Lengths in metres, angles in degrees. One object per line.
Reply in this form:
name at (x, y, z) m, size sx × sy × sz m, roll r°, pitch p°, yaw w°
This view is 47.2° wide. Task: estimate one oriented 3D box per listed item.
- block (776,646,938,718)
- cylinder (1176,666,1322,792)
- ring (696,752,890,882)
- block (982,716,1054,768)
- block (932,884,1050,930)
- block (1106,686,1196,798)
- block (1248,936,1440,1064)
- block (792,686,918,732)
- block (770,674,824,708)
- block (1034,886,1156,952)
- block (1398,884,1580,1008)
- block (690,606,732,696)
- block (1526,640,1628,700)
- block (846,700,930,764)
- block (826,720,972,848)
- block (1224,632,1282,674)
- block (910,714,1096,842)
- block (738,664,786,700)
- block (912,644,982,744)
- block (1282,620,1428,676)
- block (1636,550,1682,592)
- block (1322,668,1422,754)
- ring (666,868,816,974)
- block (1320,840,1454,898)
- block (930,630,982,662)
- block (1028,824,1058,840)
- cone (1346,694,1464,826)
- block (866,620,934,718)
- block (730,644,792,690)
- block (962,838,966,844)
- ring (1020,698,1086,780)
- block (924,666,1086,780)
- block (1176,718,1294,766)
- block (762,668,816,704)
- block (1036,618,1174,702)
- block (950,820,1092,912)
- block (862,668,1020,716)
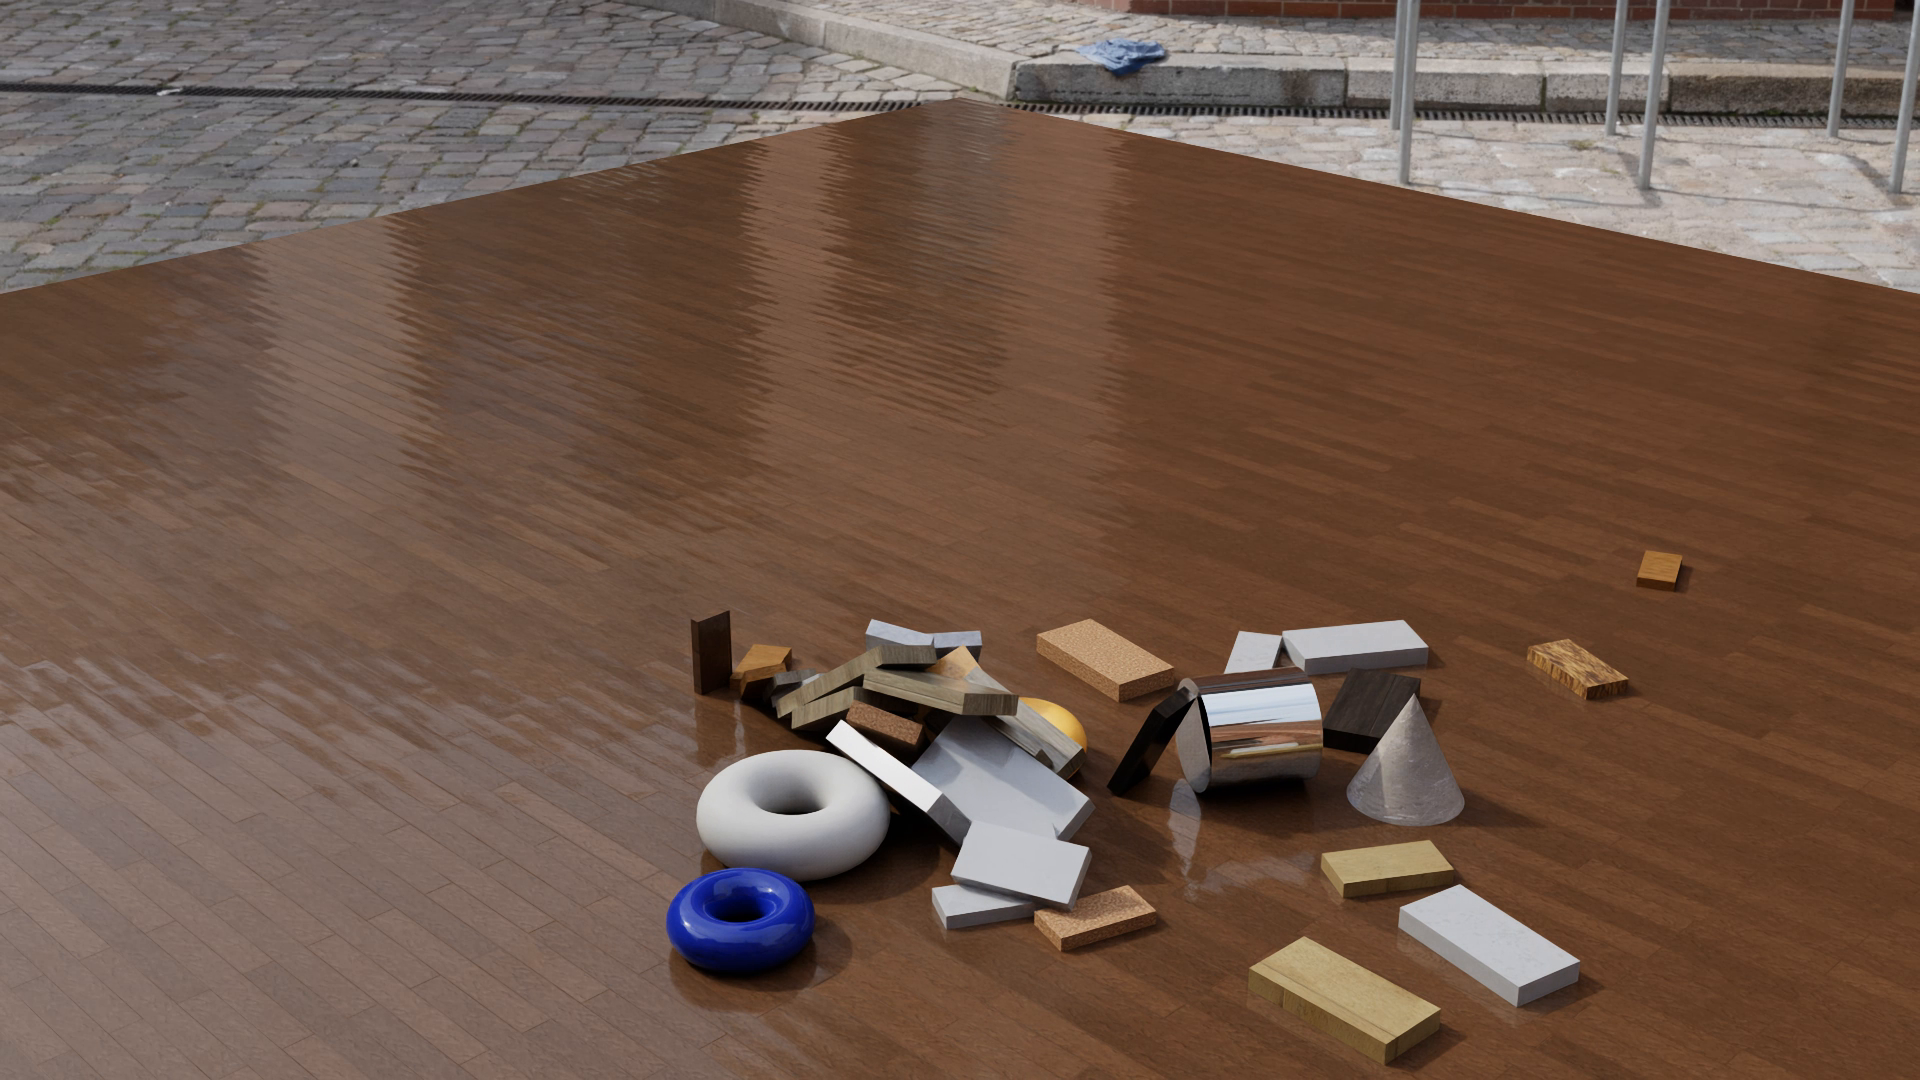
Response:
block at (-0.224, 0.302, 4.652) m, size 0.138 × 0.039 × 0.412 m, roll 2°, pitch -21°, yaw -37°
cylinder at (0.593, 0.390, 4.538) m, size 0.237 × 0.237 × 0.237 m, roll -5°, pitch 24°, yaw -12°
ring at (-0.327, 0.540, 4.328) m, size 0.382 × 0.127 × 0.382 m, roll 1°, pitch 24°, yaw 0°
block at (0.113, 0.397, 4.358) m, size 0.149 × 0.075 × 0.021 m, roll 33°, pitch 78°, yaw 33°
block at (0.058, 0.677, 4.128) m, size 0.202 × 0.029 × 0.101 m, roll -6°, pitch 24°, yaw -15°
block at (0.391, 0.413, 4.495) m, size 0.034 × 0.238 × 0.119 m, roll 40°, pitch 39°, yaw 19°
block at (0.666, 0.798, 3.826) m, size 0.150 × 0.043 × 0.301 m, roll -19°, pitch 30°, yaw -38°
block at (-0.222, 0.360, 4.609) m, size 0.149 × 0.042 × 0.297 m, roll 9°, pitch -17°, yaw -28°
block at (-0.324, 0.329, 4.797) m, size 0.089 × 0.025 × 0.178 m, roll 3°, pitch -21°, yaw -41°
block at (0.251, 0.700, 4.075) m, size 0.202 × 0.029 × 0.101 m, roll -11°, pitch 25°, yaw -25°
block at (0.955, 0.731, 3.983) m, size 0.150 × 0.043 × 0.301 m, roll -14°, pitch 27°, yaw -29°
block at (-0.557, 0.250, 4.940) m, size 0.026 × 0.182 × 0.091 m, roll 21°, pitch 31°, yaw 41°
block at (1.410, 0.294, 5.026) m, size 0.112 × 0.032 × 0.224 m, roll -9°, pitch 25°, yaw -20°
block at (-0.142, 0.399, 4.497) m, size 0.148 × 0.042 × 0.297 m, roll 20°, pitch -13°, yaw 8°
block at (-0.110, 0.490, 4.379) m, size 0.049 × 0.173 × 0.346 m, roll -50°, pitch 43°, yaw -10°
block at (0.676, 0.278, 5.069) m, size 0.101 × 0.029 × 0.239 m, roll 6°, pitch 24°, yaw 14°
block at (0.080, 0.490, 4.321) m, size 0.346 × 0.049 × 0.173 m, roll 34°, pitch 78°, yaw 32°
block at (-0.436, 0.312, 4.849) m, size 0.089 × 0.025 × 0.178 m, roll -11°, pitch -14°, yaw -13°
block at (0.023, 0.388, 4.530) m, size 0.173 × 0.049 × 0.346 m, roll -32°, pitch 52°, yaw -6°
block at (0.918, 0.250, 5.118) m, size 0.301 × 0.043 × 0.150 m, roll -5°, pitch 23°, yaw -11°
block at (1.764, 0.078, 5.545) m, size 0.091 × 0.026 × 0.182 m, roll 9°, pitch 25°, yaw 21°
block at (0.900, 0.376, 4.818) m, size 0.157 × 0.044 × 0.313 m, roll 9°, pitch 25°, yaw 20°
ring at (-0.400, 0.693, 4.015) m, size 0.273 × 0.091 × 0.273 m, roll 1°, pitch 24°, yaw 0°
block at (0.821, 0.632, 4.231) m, size 0.224 × 0.032 × 0.112 m, roll -5°, pitch 24°, yaw -12°
block at (-0.027, 0.280, 4.783) m, size 0.119 × 0.294 × 0.034 m, roll -3°, pitch 62°, yaw -7°
block at (0.118, 0.601, 4.201) m, size 0.149 × 0.021 × 0.075 m, roll -20°, pitch 57°, yaw 10°
cone at (0.915, 0.417, 4.471) m, size 0.239 × 0.239 × 0.239 m, roll 0°, pitch 23°, yaw 0°
block at (-0.127, 0.282, 4.704) m, size 0.138 × 0.276 × 0.039 m, roll 15°, pitch 54°, yaw 10°
block at (-0.456, 0.293, 5.038) m, size 0.091 × 0.026 × 0.182 m, roll 5°, pitch 24°, yaw 12°
block at (0.076, 0.604, 4.189) m, size 0.149 × 0.021 × 0.075 m, roll -4°, pitch 60°, yaw 19°
ring at (0.119, 0.430, 4.616) m, size 0.297 × 0.099 × 0.297 m, roll -2°, pitch 27°, yaw 1°
block at (0.089, 0.400, 4.442) m, size 0.157 × 0.044 × 0.313 m, roll -44°, pitch 54°, yaw -15°
block at (0.586, 0.430, 4.706) m, size 0.224 × 0.032 × 0.112 m, roll -5°, pitch 24°, yaw -12°
block at (-0.375, 0.322, 4.832) m, size 0.089 × 0.025 × 0.178 m, roll -8°, pitch -15°, yaw -17°
block at (0.332, 0.274, 5.057) m, size 0.157 × 0.044 × 0.313 m, roll -15°, pitch 27°, yaw -31°
block at (0.115, 0.610, 4.128) m, size 0.238 × 0.034 × 0.119 m, roll 11°, pitch 59°, yaw 23°
block at (-0.040, 0.302, 4.398) m, size 0.149 × 0.042 × 0.297 m, roll 5°, pitch 4°, yaw -43°
